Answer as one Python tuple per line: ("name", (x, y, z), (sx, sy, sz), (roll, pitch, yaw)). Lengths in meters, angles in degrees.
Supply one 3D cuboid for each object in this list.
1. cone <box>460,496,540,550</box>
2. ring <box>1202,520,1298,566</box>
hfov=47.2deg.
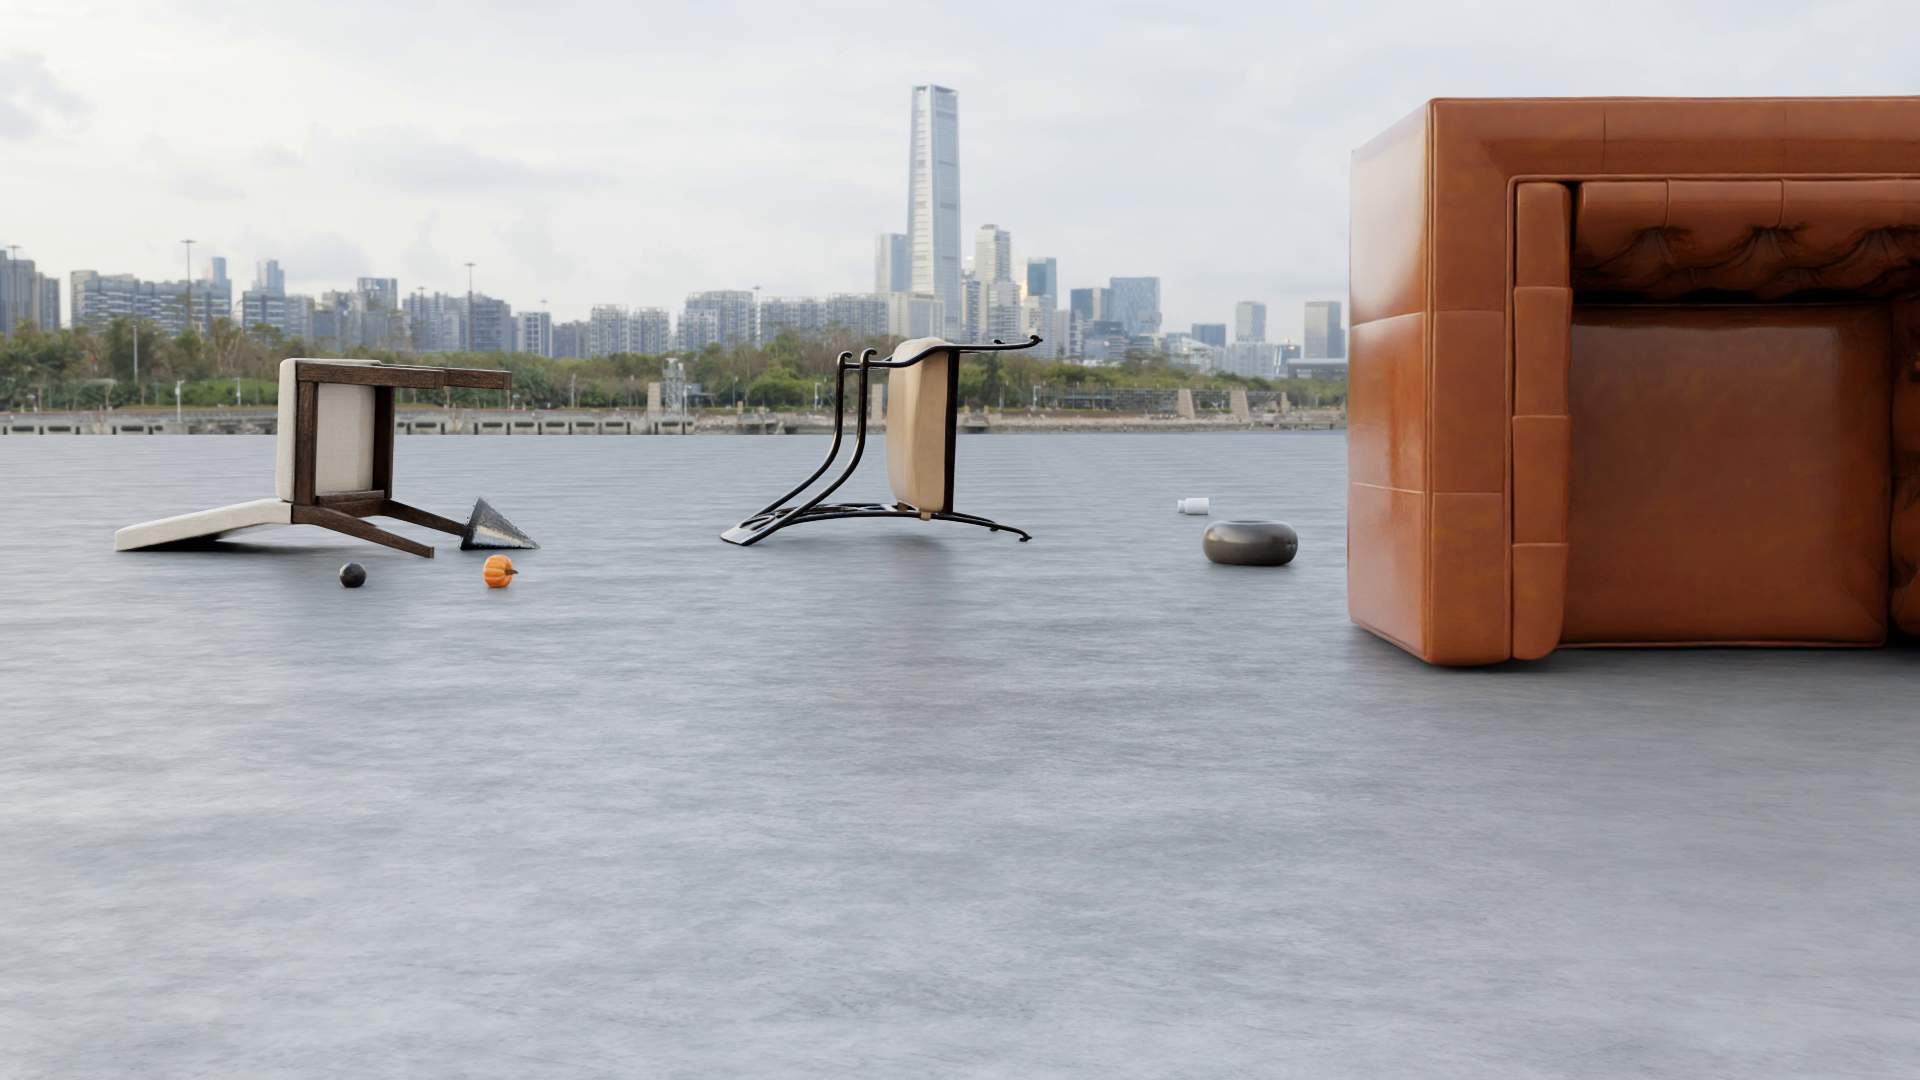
("cone", (-1.275, -0.012, 6.179), (0.212, 0.159, 0.162), (20, 34, -10))
("ring", (0.746, 0.007, 5.663), (0.182, 0.109, 0.289), (-6, 5, -40))
